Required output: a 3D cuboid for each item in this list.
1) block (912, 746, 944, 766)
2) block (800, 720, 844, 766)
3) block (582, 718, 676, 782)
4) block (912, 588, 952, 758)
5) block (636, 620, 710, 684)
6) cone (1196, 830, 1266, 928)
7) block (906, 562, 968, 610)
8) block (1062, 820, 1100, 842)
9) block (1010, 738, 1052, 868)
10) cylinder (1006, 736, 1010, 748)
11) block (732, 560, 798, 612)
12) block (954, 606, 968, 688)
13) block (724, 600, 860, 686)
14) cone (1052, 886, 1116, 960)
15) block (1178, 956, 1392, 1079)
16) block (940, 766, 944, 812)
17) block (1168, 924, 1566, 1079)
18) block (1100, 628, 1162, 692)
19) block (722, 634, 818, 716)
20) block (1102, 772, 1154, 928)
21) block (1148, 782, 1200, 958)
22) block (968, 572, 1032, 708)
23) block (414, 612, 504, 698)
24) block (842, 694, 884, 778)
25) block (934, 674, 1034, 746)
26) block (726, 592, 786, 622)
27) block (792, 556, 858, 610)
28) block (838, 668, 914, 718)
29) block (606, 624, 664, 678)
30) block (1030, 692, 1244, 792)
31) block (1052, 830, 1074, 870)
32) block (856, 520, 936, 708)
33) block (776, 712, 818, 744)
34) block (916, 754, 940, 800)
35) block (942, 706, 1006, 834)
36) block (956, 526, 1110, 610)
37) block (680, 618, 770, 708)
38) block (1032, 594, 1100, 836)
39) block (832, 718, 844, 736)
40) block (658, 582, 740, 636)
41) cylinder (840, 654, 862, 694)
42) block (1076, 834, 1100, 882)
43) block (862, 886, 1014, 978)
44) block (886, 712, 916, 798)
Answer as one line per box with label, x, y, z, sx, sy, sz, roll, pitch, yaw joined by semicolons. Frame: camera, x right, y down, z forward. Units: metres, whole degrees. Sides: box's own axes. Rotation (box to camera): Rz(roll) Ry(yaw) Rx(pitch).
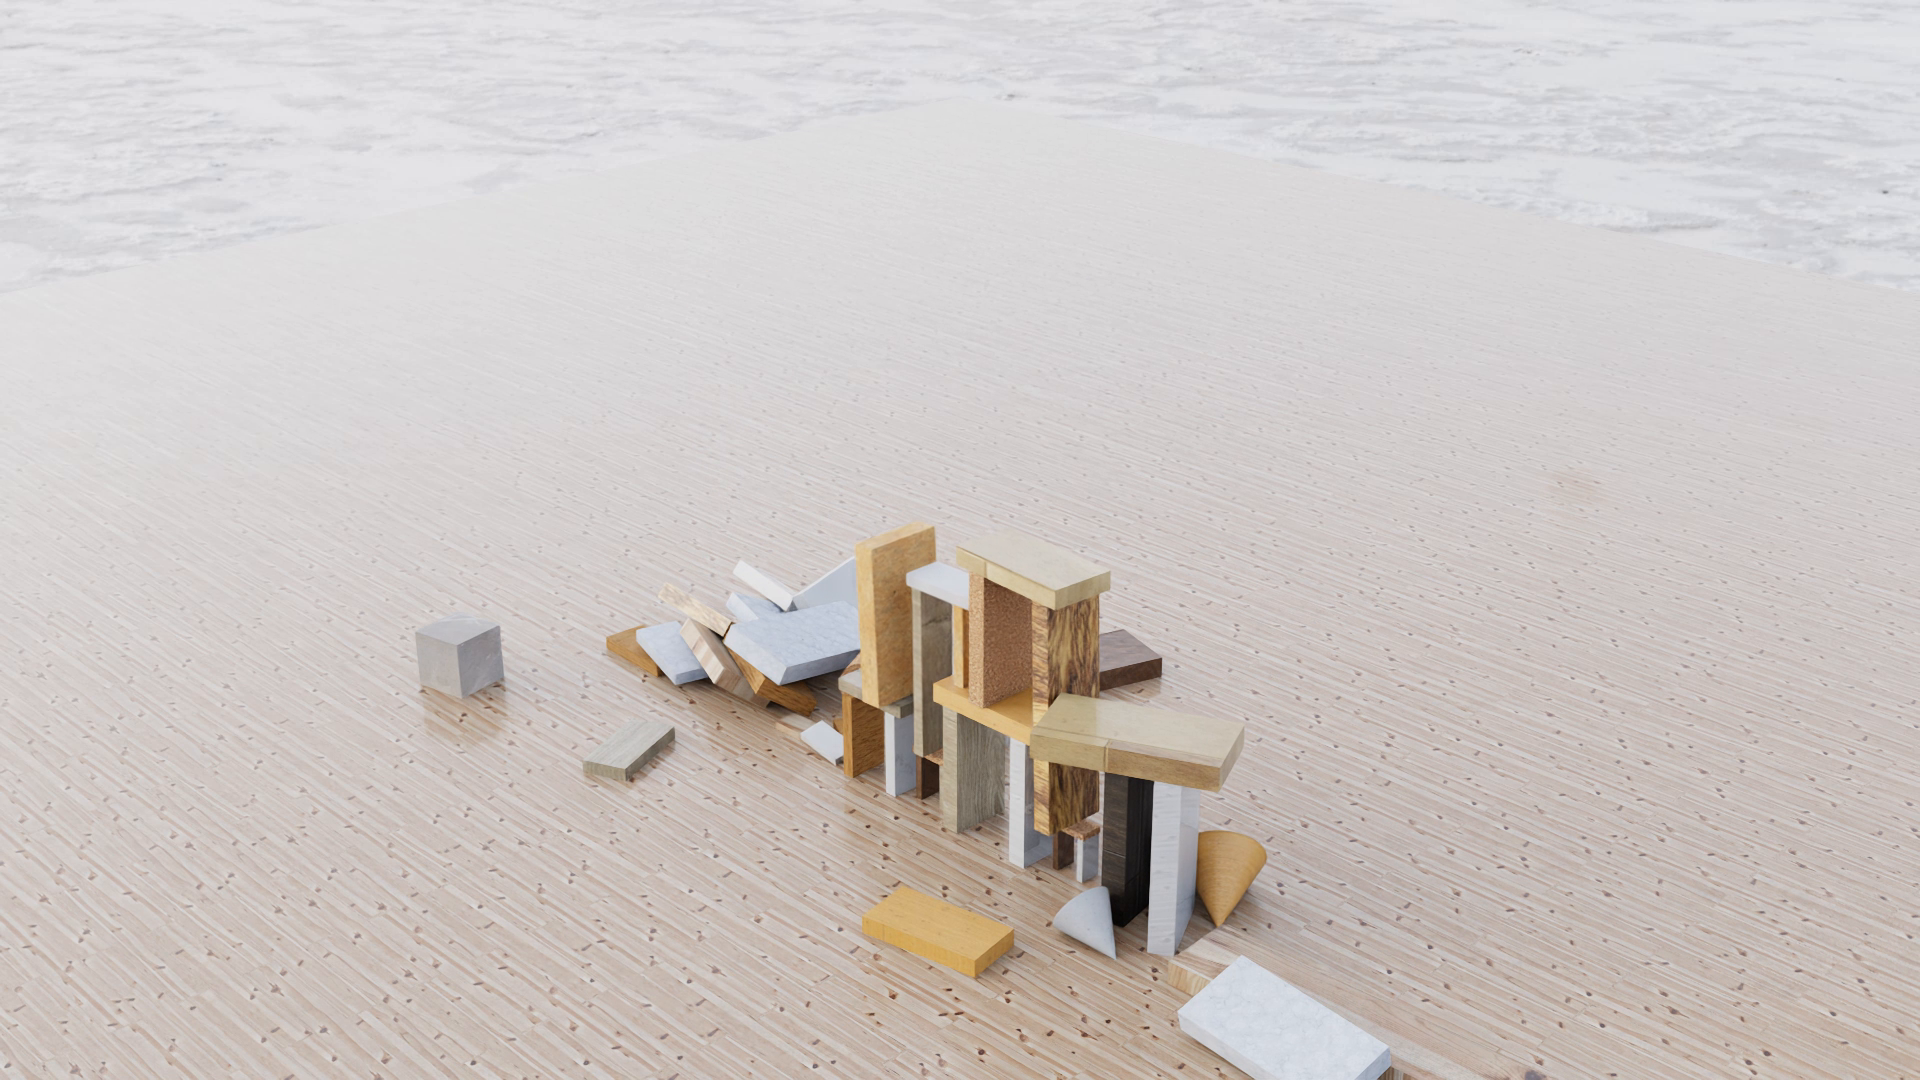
block;-0.042;0.432;4.461;0.103;0.015;0.051;21;31;41
block;-0.280;0.432;4.686;0.059;0.017;0.119;-30;43;-30
block;-0.703;0.444;4.676;0.103;0.029;0.206;9;25;21
block;-0.054;0.253;4.393;0.024;0.367;0.086;21;31;41
block;-0.651;0.258;5.040;0.103;0.029;0.206;-13;34;-31
cone;0.487;0.659;4.112;0.166;0.166;0.166;3;50;8
block;-0.014;0.088;4.281;0.172;0.024;0.086;21;31;40
block;0.219;0.547;4.214;0.046;0.013;0.093;-20;28;-39
block;0.158;0.487;4.264;0.039;0.274;0.137;21;31;41
cylinder;0.090;0.341;4.755;0.158;0.158;0.158;-4;23;-9
block;-0.429;0.133;5.304;0.132;0.037;0.265;31;-1;-40
block;0.027;0.195;4.281;0.086;0.172;0.024;-21;30;-41
block;-0.333;0.229;4.975;0.171;0.049;0.420;35;24;25
cone;0.252;0.717;4.001;0.122;0.122;0.122;-15;54;-31
block;0.538;0.831;3.670;0.162;0.046;0.325;-35;40;-27
block;-0.018;0.496;4.461;0.015;0.103;0.051;21;31;41
block;0.692;0.837;3.729;0.724;0.046;0.162;19;30;38
block;0.269;0.290;5.014;0.343;0.049;0.171;-11;25;-25
block;-0.427;0.293;4.927;0.141;0.040;0.283;27;10;-29
block;0.331;0.523;4.080;0.049;0.349;0.175;15;27;31
block;0.391;0.559;3.995;0.049;0.349;0.175;7;24;17
block;0.079;0.172;4.204;0.138;0.275;0.039;-21;31;-41
block;-1.133;0.259;4.981;0.132;0.132;0.132;15;27;31
block;-0.202;0.395;4.592;0.026;0.186;0.093;20;30;39
block;0.093;0.317;4.263;0.137;0.039;0.274;-21;31;-40
block;-0.422;0.211;5.096;0.132;0.037;0.265;17;16;-42
block;-0.288;0.142;5.256;0.037;0.132;0.265;-23;8;35
block;-0.152;0.310;4.519;0.093;0.026;0.186;-21;31;-40
block;-0.722;0.257;5.117;0.103;0.029;0.206;-19;30;-38
block;0.319;0.361;3.952;0.349;0.049;0.175;9;24;19
block;0.200;0.589;4.255;0.046;0.093;0.013;-21;29;-40
block;-0.123;0.149;4.423;0.171;0.343;0.049;-21;28;-40
block;-0.338;0.411;4.771;0.119;0.017;0.059;21;31;40
block;-0.066;0.477;4.506;0.015;0.103;0.051;21;31;41
block;0.029;0.436;4.383;0.039;0.274;0.137;21;31;41
block;0.134;0.051;4.085;0.138;0.039;0.275;-18;29;-37
block;-0.528;0.276;4.962;0.141;0.040;0.283;30;7;-31
block;0.200;0.314;4.132;0.138;0.482;0.039;-20;28;-39
block;-0.231;0.418;4.754;0.059;0.017;0.119;-7;24;-15
block;-0.577;0.186;5.173;0.283;0.040;0.141;26;-3;46
cylinder;-0.189;0.304;4.890;0.121;0.121;0.121;8;24;18
block;0.245;0.606;4.213;0.046;0.093;0.013;-21;31;-41
block;-0.041;0.715;4.029;0.252;0.036;0.126;15;27;32
block;-0.110;0.426;4.519;0.093;0.186;0.026;-21;31;-40
